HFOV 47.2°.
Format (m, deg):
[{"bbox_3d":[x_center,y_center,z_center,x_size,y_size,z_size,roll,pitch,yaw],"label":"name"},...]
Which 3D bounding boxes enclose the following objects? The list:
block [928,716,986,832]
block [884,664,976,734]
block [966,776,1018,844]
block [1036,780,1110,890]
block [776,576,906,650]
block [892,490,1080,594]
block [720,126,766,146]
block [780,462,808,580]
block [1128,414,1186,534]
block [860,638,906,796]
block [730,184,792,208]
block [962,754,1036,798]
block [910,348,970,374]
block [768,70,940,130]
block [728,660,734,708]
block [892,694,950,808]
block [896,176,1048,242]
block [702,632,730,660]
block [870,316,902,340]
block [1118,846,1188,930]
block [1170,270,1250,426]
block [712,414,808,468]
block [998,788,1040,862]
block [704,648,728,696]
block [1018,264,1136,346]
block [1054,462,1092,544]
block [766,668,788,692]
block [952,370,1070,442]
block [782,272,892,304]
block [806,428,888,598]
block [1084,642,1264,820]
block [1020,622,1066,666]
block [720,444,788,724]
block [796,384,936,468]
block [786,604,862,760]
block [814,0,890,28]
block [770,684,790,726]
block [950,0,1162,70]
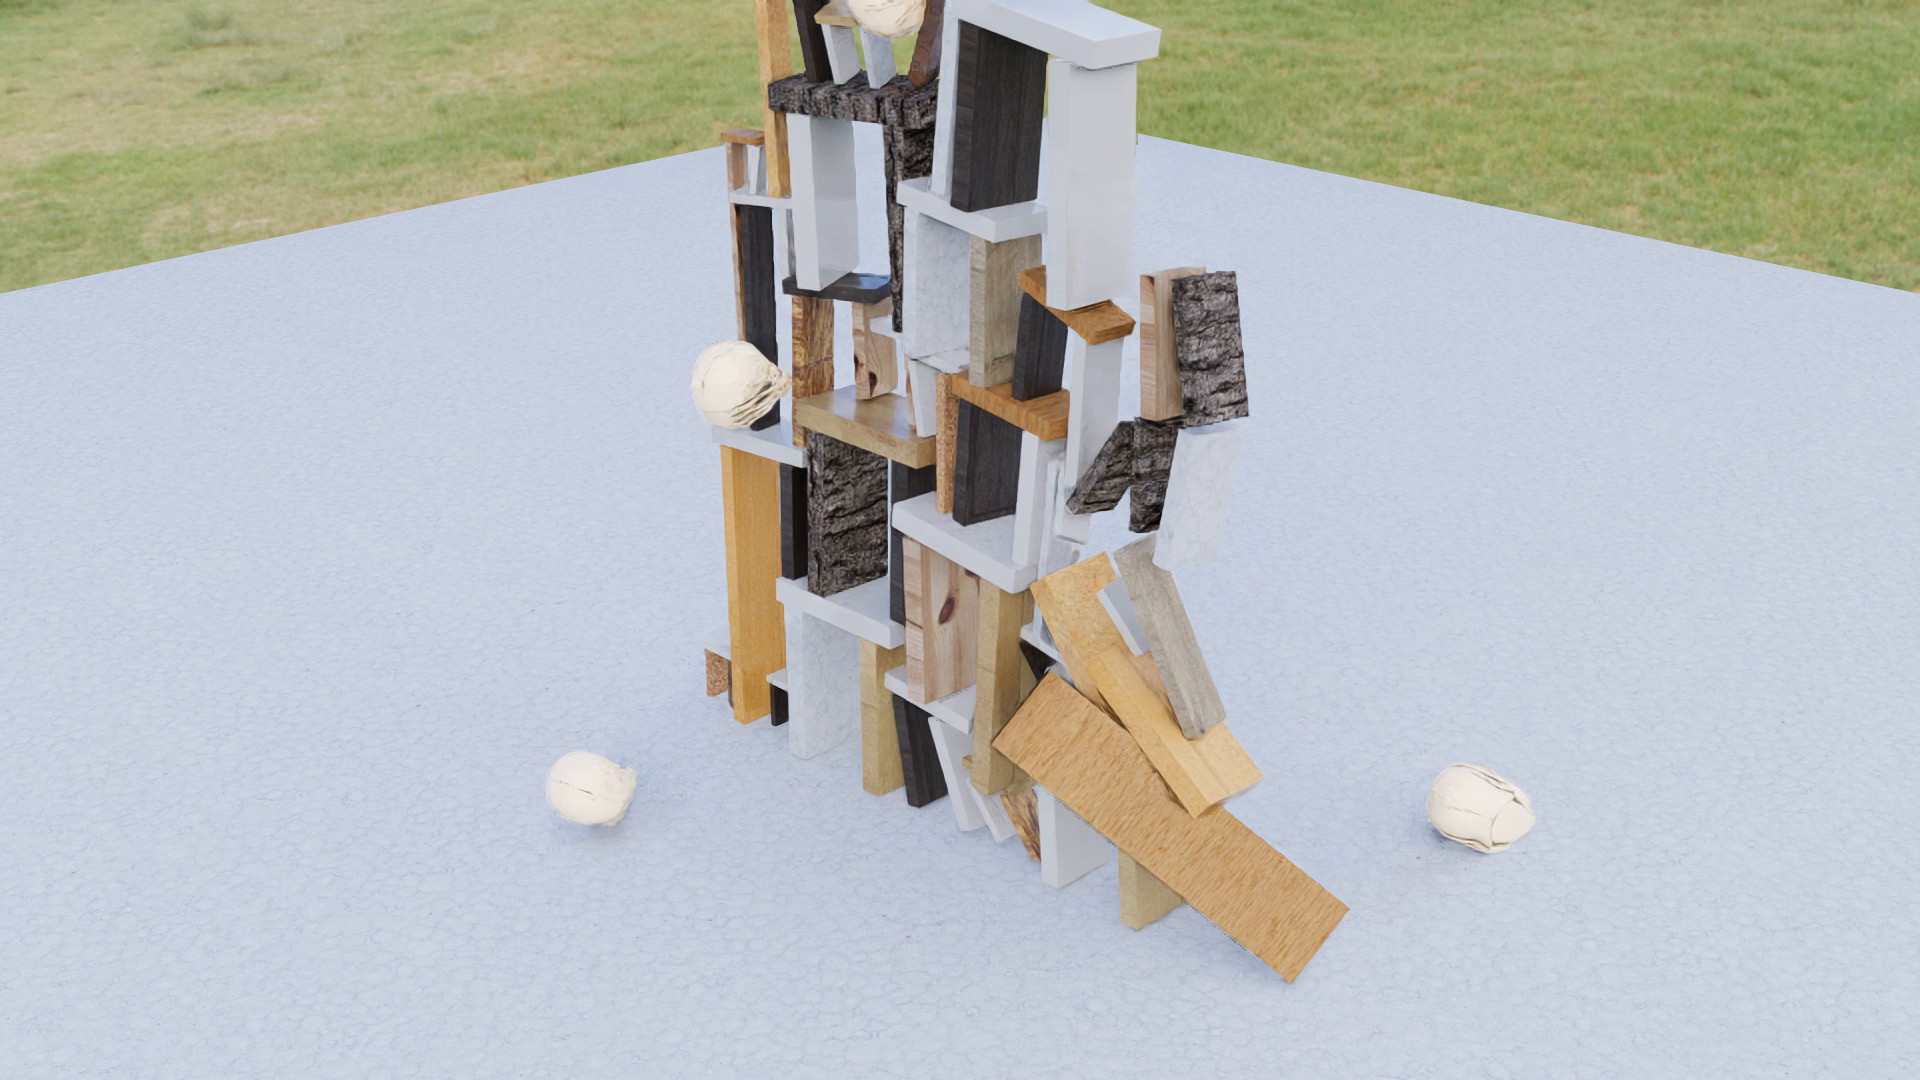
[{"bbox_3d":[0.023,0.451,4.403,0.119,0.238,0.034,-20,6,-38],"label":"block"},{"bbox_3d":[-0.026,0.307,4.393,0.119,0.034,0.238,-21,36,-41],"label":"block"},{"bbox_3d":[0.072,0.524,4.370,0.071,0.141,0.020,-21,-9,-40],"label":"block"},{"bbox_3d":[0.216,0.499,4.198,0.149,0.299,0.042,-21,26,-41],"label":"block"},{"bbox_3d":[-0.201,0.127,4.519,0.341,0.048,0.171,21,29,40],"label":"block"},{"bbox_3d":[0.046,-0.006,4.169,0.170,0.048,0.339,-19,35,-39],"label":"block"},{"bbox_3d":[-0.418,-0.792,4.317,0.099,0.014,0.049,18,33,38],"label":"block"},{"bbox_3d":[-0.315,-0.055,4.563,0.036,0.254,0.127,18,28,37],"label":"block"},{"bbox_3d":[0.341,-0.118,3.793,0.100,0.200,0.028,-12,20,-41],"label":"block"},{"bbox_3d":[-0.124,0.339,4.519,0.171,0.341,0.048,-20,28,-41],"label":"block"},{"bbox_3d":[-0.376,-0.680,4.348,0.139,0.020,0.070,9,28,23],"label":"block"},{"bbox_3d":[0.078,0.457,4.338,0.071,0.020,0.141,-19,34,-38],"label":"block"},{"bbox_3d":[-0.021,-0.342,4.135,0.073,0.021,0.146,-16,28,-36],"label":"block"},{"bbox_3d":[-0.168,-0.833,4.126,0.348,0.049,0.174,13,29,31],"label":"block"},{"bbox_3d":[-0.487,0.310,4.880,0.017,0.117,0.058,21,31,41],"label":"block"},{"bbox_3d":[-0.068,0.412,4.481,0.119,0.239,0.034,-21,20,-41],"label":"block"},{"bbox_3d":[0.025,-0.603,3.970,0.138,0.039,0.275,-17,32,-37],"label":"block"},{"bbox_3d":[-0.514,0.238,4.880,0.117,0.017,0.058,21,31,41],"label":"block"},{"bbox_3d":[-0.092,-0.407,4.231,0.085,0.024,0.170,-14,21,-32],"label":"block"},{"bbox_3d":[0.357,0.554,4.069,0.149,0.299,0.042,-21,25,-41],"label":"block"},{"bbox_3d":[0.415,-0.318,3.644,0.122,0.244,0.035,-14,11,-40],"label":"block"},{"bbox_3d":[-0.379,-0.210,4.558,0.254,0.036,0.127,17,27,34],"label":"block"},{"bbox_3d":[0.139,0.551,4.308,0.071,0.141,0.020,-22,-9,-41],"label":"block"},{"bbox_3d":[-0.542,0.288,4.931,0.017,0.117,0.059,21,31,41],"label":"block"},{"bbox_3d":[0.203,-0.415,3.836,0.099,0.028,0.198,-19,50,-40],"label":"block"},{"bbox_3d":[0.205,-0.067,3.934,0.068,0.137,0.019,15,-15,-38],"label":"block"},{"bbox_3d":[-0.366,0.308,4.757,0.102,0.014,0.051,21,31,41],"label":"block"},{"bbox_3d":[0.120,-0.255,3.991,0.131,0.037,0.263,-18,34,-38],"label":"block"},{"bbox_3d":[-0.237,-0.504,4.351,0.204,0.029,0.102,9,24,23],"label":"block"},{"bbox_3d":[-0.228,-0.073,4.481,0.175,0.351,0.050,-20,30,-41],"label":"block"},{"bbox_3d":[0.381,0.326,3.917,0.167,0.047,0.335,-17,64,-46],"label":"block"},{"bbox_3d":[0.188,0.194,4.105,0.072,0.021,0.145,-19,39,-39],"label":"block"},{"bbox_3d":[-0.441,0.085,4.736,0.036,0.643,0.127,21,31,41],"label":"block"},{"bbox_3d":[-0.141,-0.228,4.331,0.175,0.050,0.351,-19,30,-41],"label":"block"},{"bbox_3d":[-0.284,0.278,4.663,0.048,0.341,0.171,20,29,41],"label":"block"},{"bbox_3d":[-0.198,-0.963,4.026,0.124,0.018,0.062,12,43,30],"label":"block"},{"bbox_3d":[-0.390,0.352,4.801,0.014,0.102,0.051,21,31,41],"label":"block"},{"bbox_3d":[0.159,-0.873,3.706,0.164,0.047,0.328,-21,39,-41],"label":"block"}]
